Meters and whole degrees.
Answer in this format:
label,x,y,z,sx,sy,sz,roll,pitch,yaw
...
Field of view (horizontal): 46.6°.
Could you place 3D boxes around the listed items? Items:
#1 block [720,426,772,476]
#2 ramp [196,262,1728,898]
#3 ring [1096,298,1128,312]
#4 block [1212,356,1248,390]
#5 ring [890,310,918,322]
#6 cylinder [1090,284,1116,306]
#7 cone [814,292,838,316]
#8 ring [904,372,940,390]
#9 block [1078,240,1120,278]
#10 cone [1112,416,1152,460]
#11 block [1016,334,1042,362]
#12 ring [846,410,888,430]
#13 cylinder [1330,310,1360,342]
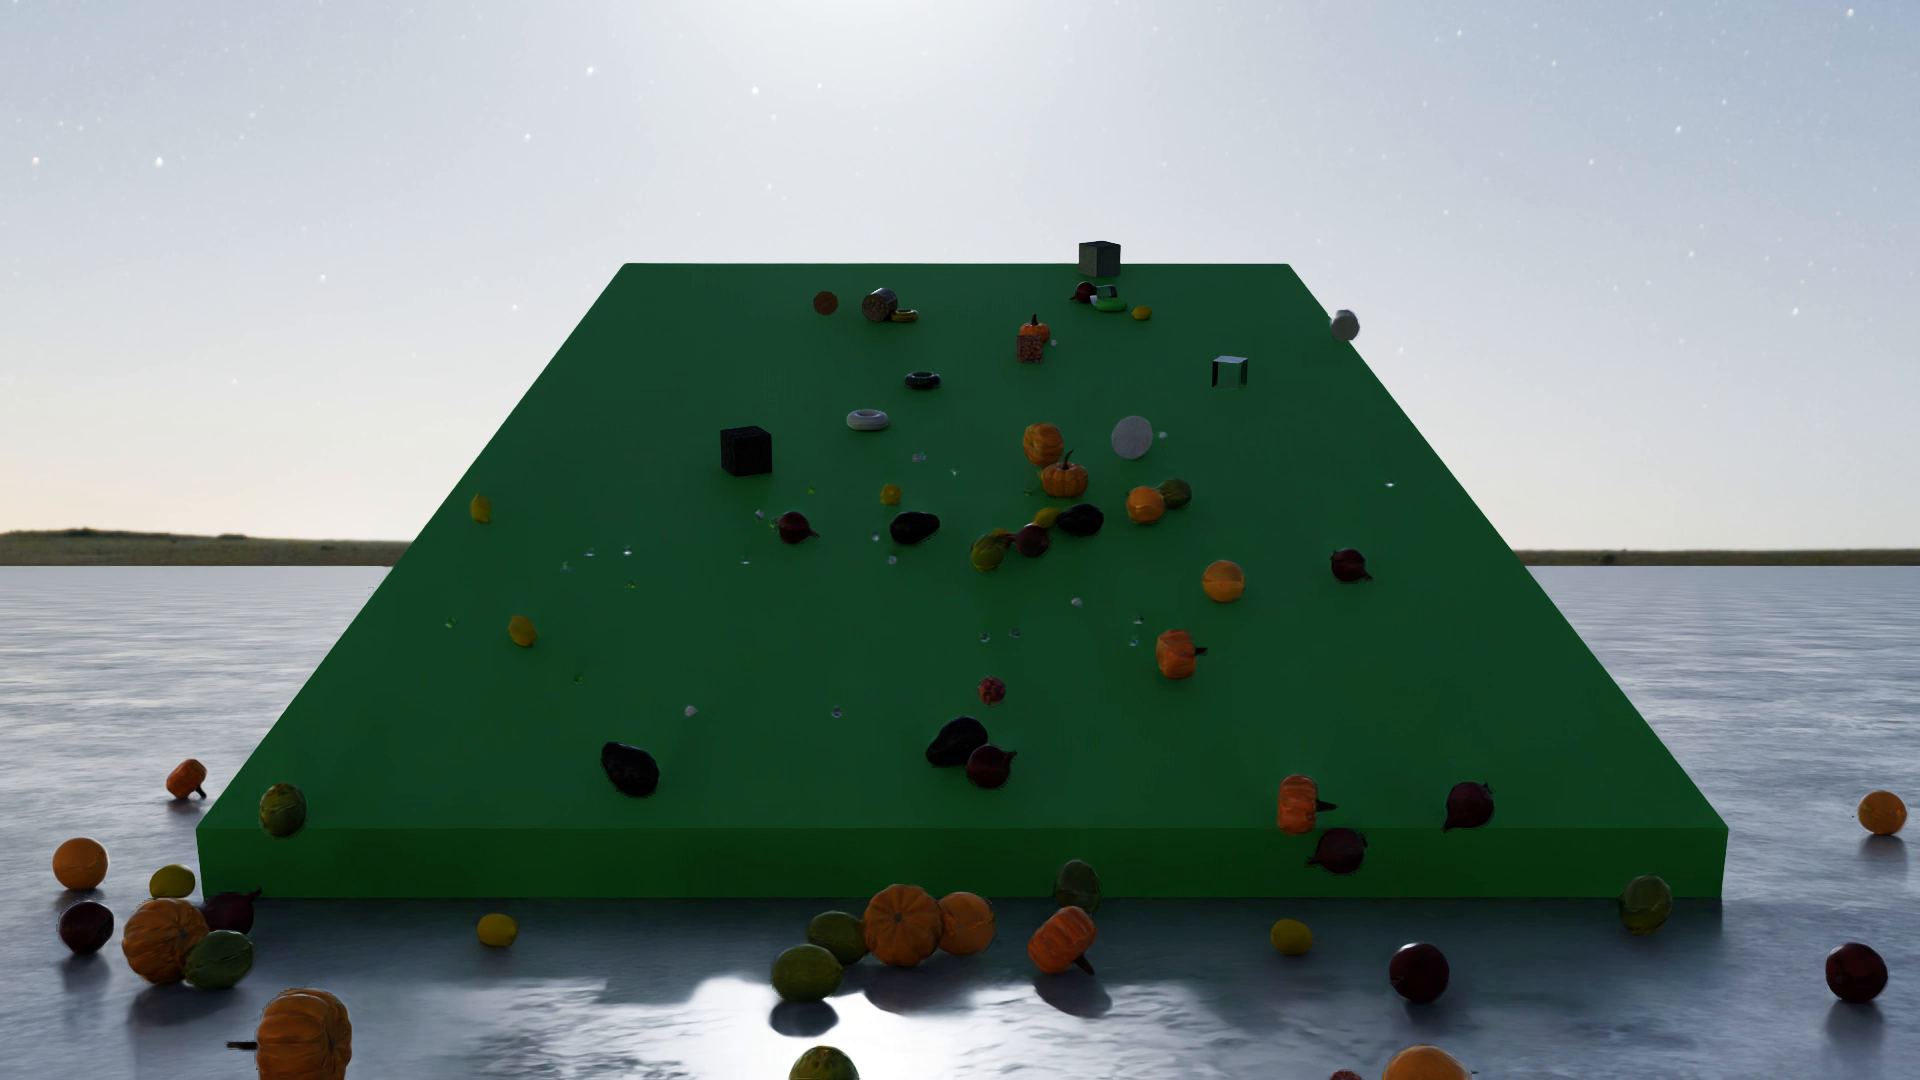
label,x,y,z,sx,sy,sz,roll,pitch,yaw
block,-0.434,-0.180,4.530,0.079,0.079,0.079,-9,20,-26
ramp,-0.003,-0.182,4.831,2.000,0.100,4.000,0,18,0
ring,0.411,-0.640,6.064,0.087,0.029,0.087,0,16,0
block,0.632,-0.392,5.225,0.064,0.064,0.064,8,19,24
ring,-0.148,-0.596,5.928,0.078,0.026,0.078,-1,17,0
cylinder,0.394,-0.671,6.121,0.054,0.054,0.054,-9,4,-27
cone,-0.358,-0.631,6.031,0.067,0.067,0.067,0,-9,6
ring,-0.088,-0.373,5.222,0.086,0.029,0.086,-1,19,0
block,0.410,-0.826,6.552,0.088,0.088,0.088,-11,21,-32
cone,0.379,-0.203,4.665,0.094,0.094,0.094,0,-12,29
block,0.171,-0.471,5.488,0.055,0.055,0.055,-2,18,-7
ring,-0.202,-0.261,4.865,0.093,0.031,0.093,1,19,0
cylinder,0.984,-0.549,5.711,0.070,0.070,0.070,0,19,7
